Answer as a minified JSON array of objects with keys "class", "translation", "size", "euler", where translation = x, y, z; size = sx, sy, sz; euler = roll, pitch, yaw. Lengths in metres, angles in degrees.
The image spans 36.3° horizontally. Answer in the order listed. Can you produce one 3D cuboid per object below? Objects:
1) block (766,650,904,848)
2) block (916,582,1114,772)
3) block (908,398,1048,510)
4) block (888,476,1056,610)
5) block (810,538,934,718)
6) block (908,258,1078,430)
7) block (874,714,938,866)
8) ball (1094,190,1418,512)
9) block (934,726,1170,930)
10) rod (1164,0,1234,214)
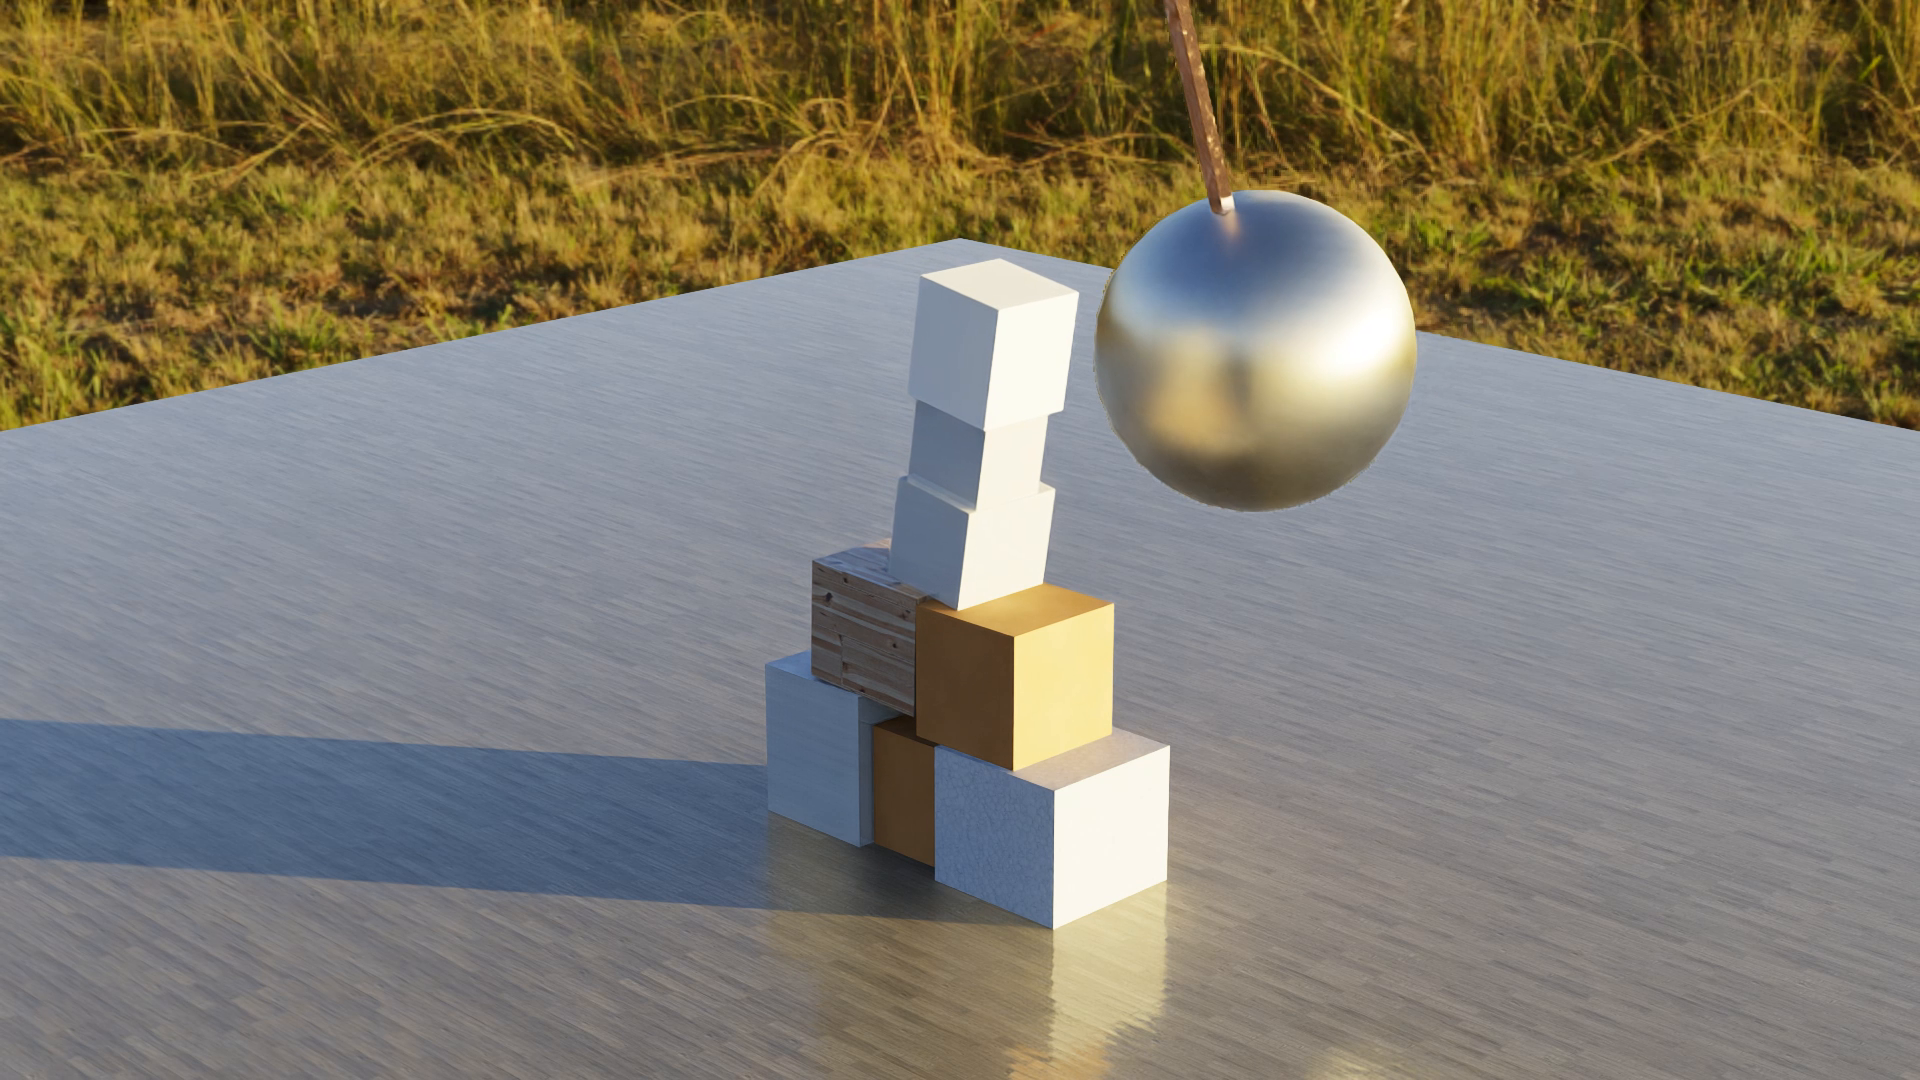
[{"class":"block","translation":[-0.458,0.943,14.093],"size":[0.684,0.750,0.647],"euler":[-17,24,-42]},{"class":"block","translation":[0.246,0.587,13.247],"size":[0.642,0.627,0.616],"euler":[-17,24,-42]},{"class":"block","translation":[0.079,-0.430,13.095],"size":[0.390,0.402,0.439],"euler":[-17,33,-42]},{"class":"block","translation":[0.051,-0.039,13.292],"size":[0.548,0.474,0.456],"euler":[-17,33,-42]},{"class":"block","translation":[-0.210,0.378,13.688],"size":[0.675,0.572,0.693],"euler":[-17,26,-42]},{"class":"block","translation":[0.142,-0.865,12.902],"size":[0.496,0.558,0.487],"euler":[-17,33,-42]},{"class":"block","translation":[-0.030,1.138,13.740],"size":[0.557,0.591,0.499],"euler":[-17,24,-42]},{"class":"ball","translation":[1.467,-0.939,14.584],"size":[1.600,1.600,1.600],"euler":[0,17,0]},{"class":"block","translation":[0.415,1.241,13.303],"size":[0.754,0.655,0.743],"euler":[-17,24,-42]},{"class":"rod","translation":[0.636,-3.733,12.835],"size":[0.080,5.200,0.080],"euler":[17,44,42]}]
